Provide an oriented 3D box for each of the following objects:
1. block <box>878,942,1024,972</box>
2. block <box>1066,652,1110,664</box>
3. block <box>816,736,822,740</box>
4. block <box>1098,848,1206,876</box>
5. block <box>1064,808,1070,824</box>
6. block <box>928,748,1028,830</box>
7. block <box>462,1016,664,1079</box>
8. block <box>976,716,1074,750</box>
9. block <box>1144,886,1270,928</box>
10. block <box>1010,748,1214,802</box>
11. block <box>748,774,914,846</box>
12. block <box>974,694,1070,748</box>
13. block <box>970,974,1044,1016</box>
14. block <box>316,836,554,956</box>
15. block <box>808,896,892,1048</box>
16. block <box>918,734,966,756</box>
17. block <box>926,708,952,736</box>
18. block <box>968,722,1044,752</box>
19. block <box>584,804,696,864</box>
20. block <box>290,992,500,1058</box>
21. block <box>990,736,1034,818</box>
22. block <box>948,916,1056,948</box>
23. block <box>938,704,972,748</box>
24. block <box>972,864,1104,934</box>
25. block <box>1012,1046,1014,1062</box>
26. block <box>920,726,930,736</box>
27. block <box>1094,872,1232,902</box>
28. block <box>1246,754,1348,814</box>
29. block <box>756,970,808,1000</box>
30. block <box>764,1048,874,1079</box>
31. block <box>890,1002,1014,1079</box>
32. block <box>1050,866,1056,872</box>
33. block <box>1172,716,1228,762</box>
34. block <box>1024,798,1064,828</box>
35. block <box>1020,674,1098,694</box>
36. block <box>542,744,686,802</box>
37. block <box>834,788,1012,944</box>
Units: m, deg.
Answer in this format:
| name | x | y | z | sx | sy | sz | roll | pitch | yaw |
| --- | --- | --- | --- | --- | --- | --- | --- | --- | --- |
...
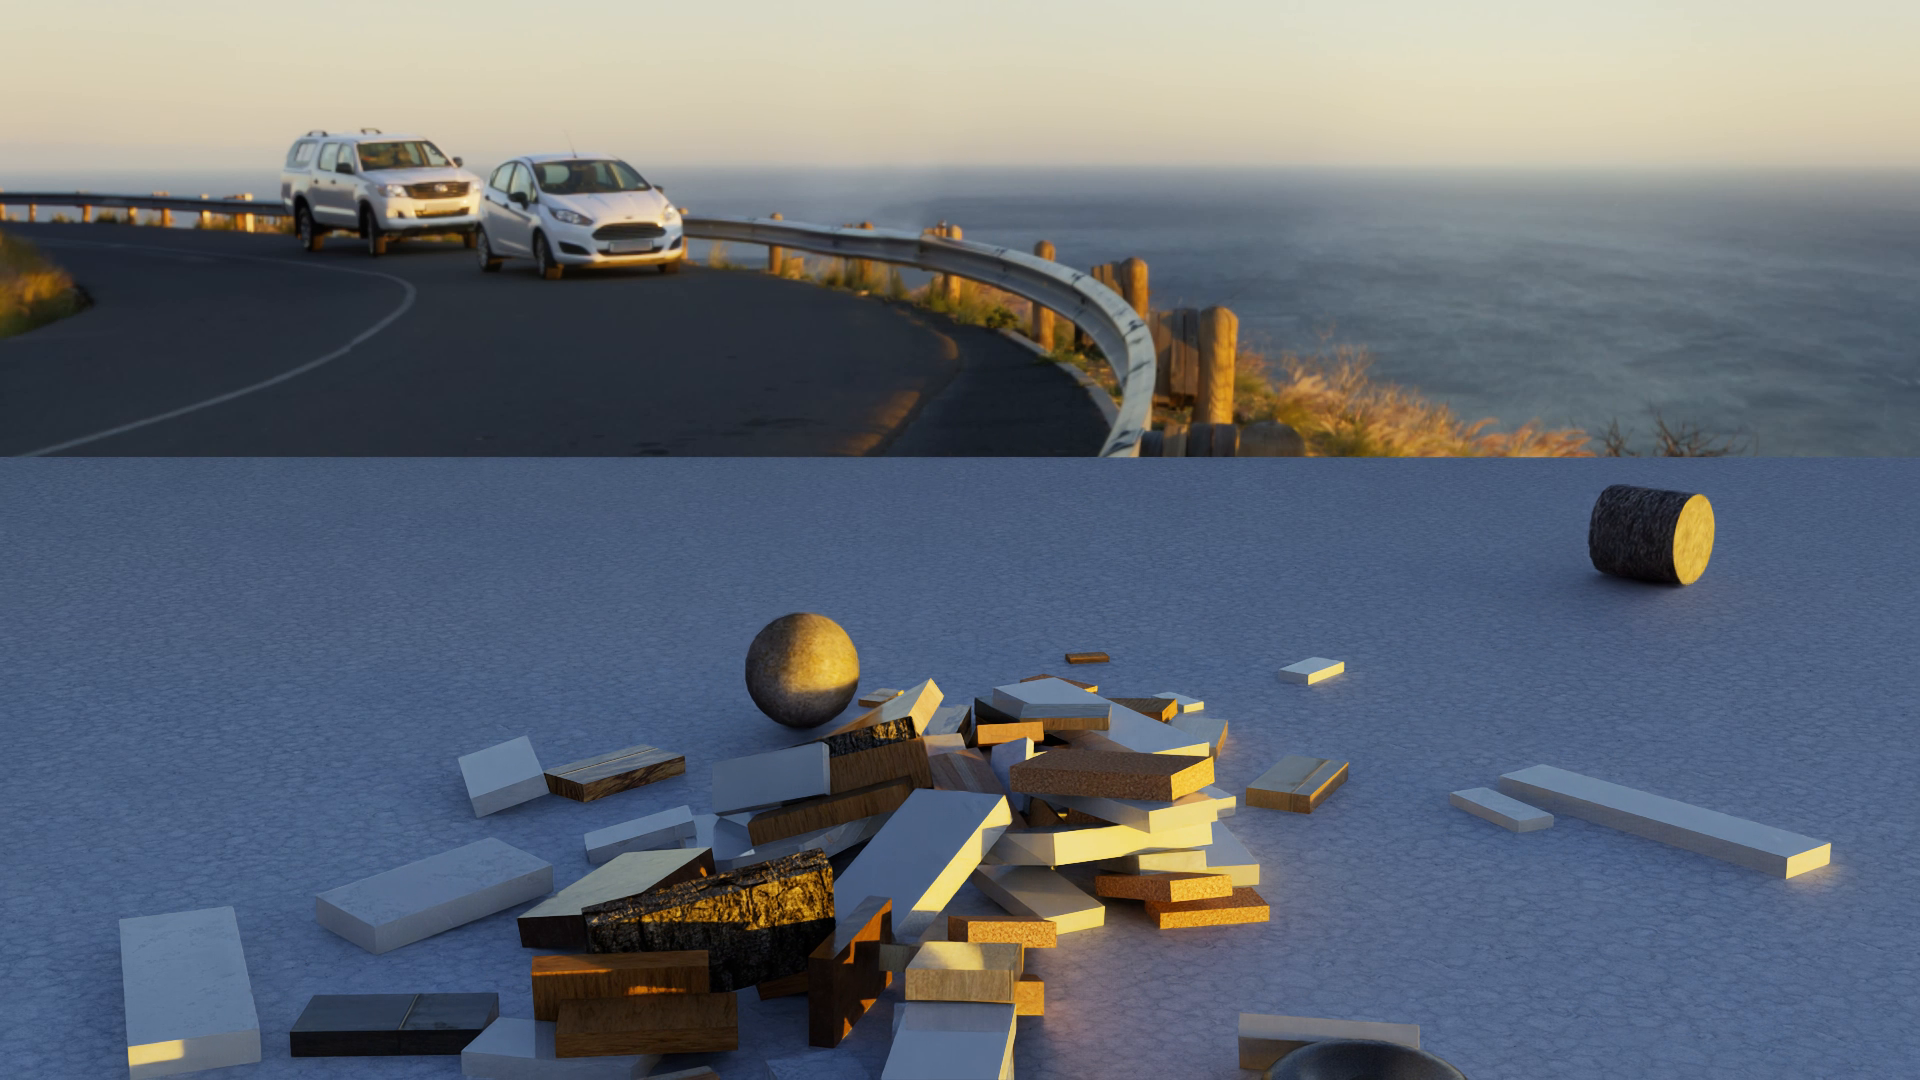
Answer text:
| name | x | y | z | sx | sy | sz | roll | pitch | yaw |
| --- | --- | --- | --- | --- | --- | --- | --- | --- | --- |
| block | -0.009 | 0.611 | 3.210 | 0.130 | 0.037 | 0.260 | 0 | -9 | 20 |
| block | 0.306 | 0.283 | 5.283 | 0.096 | 0.014 | 0.048 | -2 | 11 | -11 |
| block | -0.331 | 0.438 | 4.169 | 0.172 | 0.024 | 0.086 | -33 | 9 | 6 |
| block | 0.319 | 0.537 | 3.697 | 0.114 | 0.032 | 0.229 | -2 | -5 | -14 |
| block | 0.201 | 0.512 | 3.897 | 0.020 | 0.070 | 0.139 | 2 | 11 | 8 |
| block | 0.019 | 0.470 | 3.952 | 0.124 | 0.035 | 0.248 | -9 | 34 | -20 |
| block | -0.539 | 0.698 | 2.991 | 0.242 | 0.034 | 0.121 | 2 | 11 | 13 |
| block | 0.162 | 0.392 | 4.630 | 0.132 | 0.037 | 0.265 | -7 | 13 | -33 |
| block | 0.400 | 0.596 | 3.566 | 0.182 | 0.026 | 0.091 | -2 | 11 | -11 |
| block | 0.256 | 0.395 | 3.712 | 0.307 | 0.043 | 0.153 | -1 | 7 | 33 |
| block | -0.220 | 0.467 | 3.809 | 0.280 | 0.040 | 0.140 | -15 | -1 | 1 |
| block | 0.148 | 0.369 | 4.540 | 0.132 | 0.037 | 0.265 | -6 | 14 | -26 |
| block | 0.035 | 0.630 | 3.056 | 0.152 | 0.043 | 0.304 | 1 | -9 | 0 |
| block | -0.847 | 0.572 | 3.562 | 0.169 | 0.048 | 0.337 | 14 | 20 | 41 |
| block | -0.156 | 0.618 | 3.165 | 0.037 | 0.130 | 0.260 | 3 | 11 | 16 |
| block | -0.033 | 0.449 | 4.046 | 0.124 | 0.035 | 0.248 | -3 | 33 | -13 |
| block | -0.091 | 0.424 | 4.463 | 0.132 | 0.037 | 0.524 | 2 | 11 | 9 |
| block | 0.087 | 0.393 | 4.281 | 0.124 | 0.035 | 0.248 | -3 | -13 | -5 |
| block | -0.563 | 0.518 | 3.870 | 0.190 | 0.027 | 0.095 | -15 | 13 | -10 |
| block | -0.790 | 0.679 | 3.086 | 0.262 | 0.037 | 0.131 | 0 | 11 | -2 |
| block | 0.092 | 0.440 | 4.018 | 0.077 | 0.155 | 0.022 | -18 | -43 | 29 |
| block | 0.061 | 0.592 | 3.325 | 0.130 | 0.037 | 0.260 | 1 | -8 | -7 |
| block | -0.010 | 0.409 | 4.335 | 0.032 | 0.113 | 0.227 | 2 | 11 | 8 |
| block | 0.125 | 0.578 | 3.587 | 0.114 | 0.032 | 0.229 | -6 | 17 | -29 |
| block | -0.006 | 0.689 | 2.839 | 0.152 | 0.043 | 0.304 | 0 | 11 | 2 |
| block | -0.097 | 0.429 | 4.206 | 0.113 | 0.032 | 0.227 | -8 | 33 | -12 |
| block | 0.326 | 0.557 | 3.549 | 0.114 | 0.032 | 0.229 | -1 | -5 | -28 |
| block | 0.650 | 0.468 | 4.230 | 0.125 | 0.035 | 0.249 | 5 | 12 | 26 |
| block | -0.269 | 0.601 | 3.333 | 0.123 | 0.035 | 0.247 | -10 | 25 | -15 |
| block | -0.164 | 0.726 | 2.848 | 0.117 | 0.033 | 0.233 | -4 | 11 | -21 |
| block | -0.011 | 0.660 | 2.752 | 0.152 | 0.043 | 0.304 | 0 | 11 | 0 |
| block | 0.127 | 0.561 | 3.773 | 0.070 | 0.020 | 0.140 | 2 | 11 | 11 |
| block | 0.487 | 0.411 | 4.548 | 0.109 | 0.031 | 0.218 | 2 | 11 | 13 |
| block | 0.143 | 0.508 | 3.922 | 0.020 | 0.070 | 0.140 | 33 | 2 | -17 |
| block | 0.223 | 0.335 | 4.979 | 0.162 | 0.023 | 0.081 | 10 | 15 | 43 |
| block | -0.677 | 0.454 | 4.299 | 0.129 | 0.036 | 0.257 | 9 | 14 | 40 |
| block | -0.080 | 0.524 | 3.496 | 0.177 | 0.050 | 0.354 | 0 | 30 | 35 |
